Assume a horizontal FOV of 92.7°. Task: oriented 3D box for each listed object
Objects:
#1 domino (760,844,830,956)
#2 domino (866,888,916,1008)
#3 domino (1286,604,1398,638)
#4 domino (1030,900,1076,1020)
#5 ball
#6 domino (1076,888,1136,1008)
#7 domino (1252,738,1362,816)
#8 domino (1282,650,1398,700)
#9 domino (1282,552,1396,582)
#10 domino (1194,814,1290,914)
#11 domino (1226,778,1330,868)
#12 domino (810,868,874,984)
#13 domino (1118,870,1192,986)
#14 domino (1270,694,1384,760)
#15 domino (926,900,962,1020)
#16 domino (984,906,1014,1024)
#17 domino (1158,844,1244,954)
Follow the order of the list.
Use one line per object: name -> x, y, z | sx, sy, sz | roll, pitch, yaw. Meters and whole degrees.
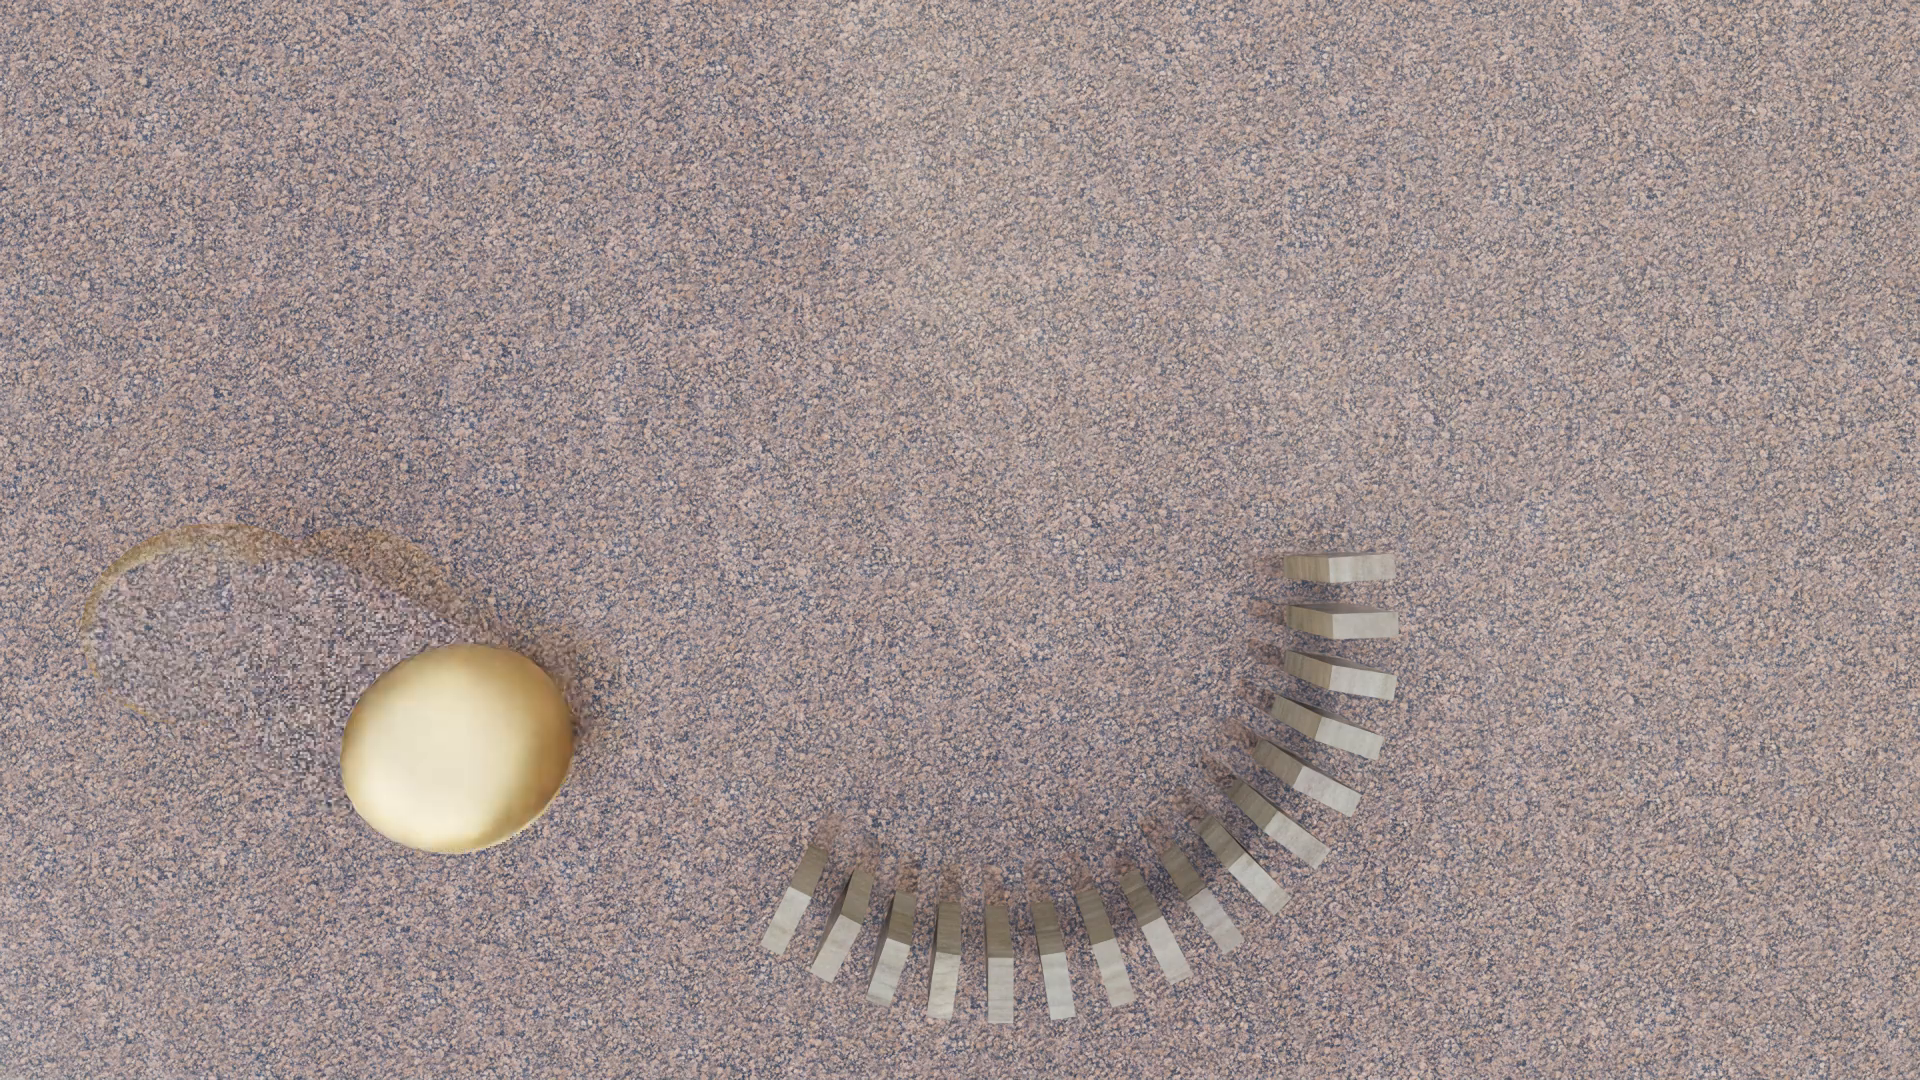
domino -> -0.067, 0.146, 0.375 | 0.009, 0.050, 0.025 | 27, 90, 0
domino -> -0.028, 0.165, 0.375 | 0.010, 0.050, 0.025 | 20, 90, 0
domino -> 0.155, 0.033, 0.375 | 0.025, 0.050, 0.009 | -2, 90, 0
domino -> 0.037, 0.170, 0.375 | 0.009, 0.050, 0.025 | -9, 90, 0
ball -> -0.195, 0.081, 0.360 | 0.080, 0.080, 0.080 | 0, 90, 0
domino -> 0.059, 0.165, 0.375 | 0.009, 0.050, 0.025 | -18, 90, 0
domino -> 0.140, 0.096, 0.375 | 0.025, 0.050, 0.010 | 27, 90, 0
domino -> 0.154, 0.055, 0.375 | 0.025, 0.050, 0.009 | 9, 90, 0
domino -> 0.154, 0.011, 0.375 | 0.025, 0.050, 0.009 | -4, 90, 0
domino -> 0.114, 0.131, 0.375 | 0.010, 0.050, 0.025 | -45, 90, 0
domino -> 0.129, 0.115, 0.375 | 0.025, 0.050, 0.010 | 36, 90, 0
domino -> -0.047, 0.156, 0.375 | 0.010, 0.050, 0.025 | 28, 90, 0
domino -> 0.079, 0.157, 0.375 | 0.010, 0.050, 0.025 | -27, 90, 0
domino -> 0.149, 0.076, 0.375 | 0.025, 0.050, 0.009 | 18, 90, 0
domino -> -0.006, 0.170, 0.375 | 0.010, 0.050, 0.025 | 9, 90, 0
domino -> 0.016, 0.172, 0.375 | 0.010, 0.050, 0.025 | 0, 90, 0
domino -> 0.098, 0.145, 0.375 | 0.009, 0.050, 0.025 | -36, 90, 0
